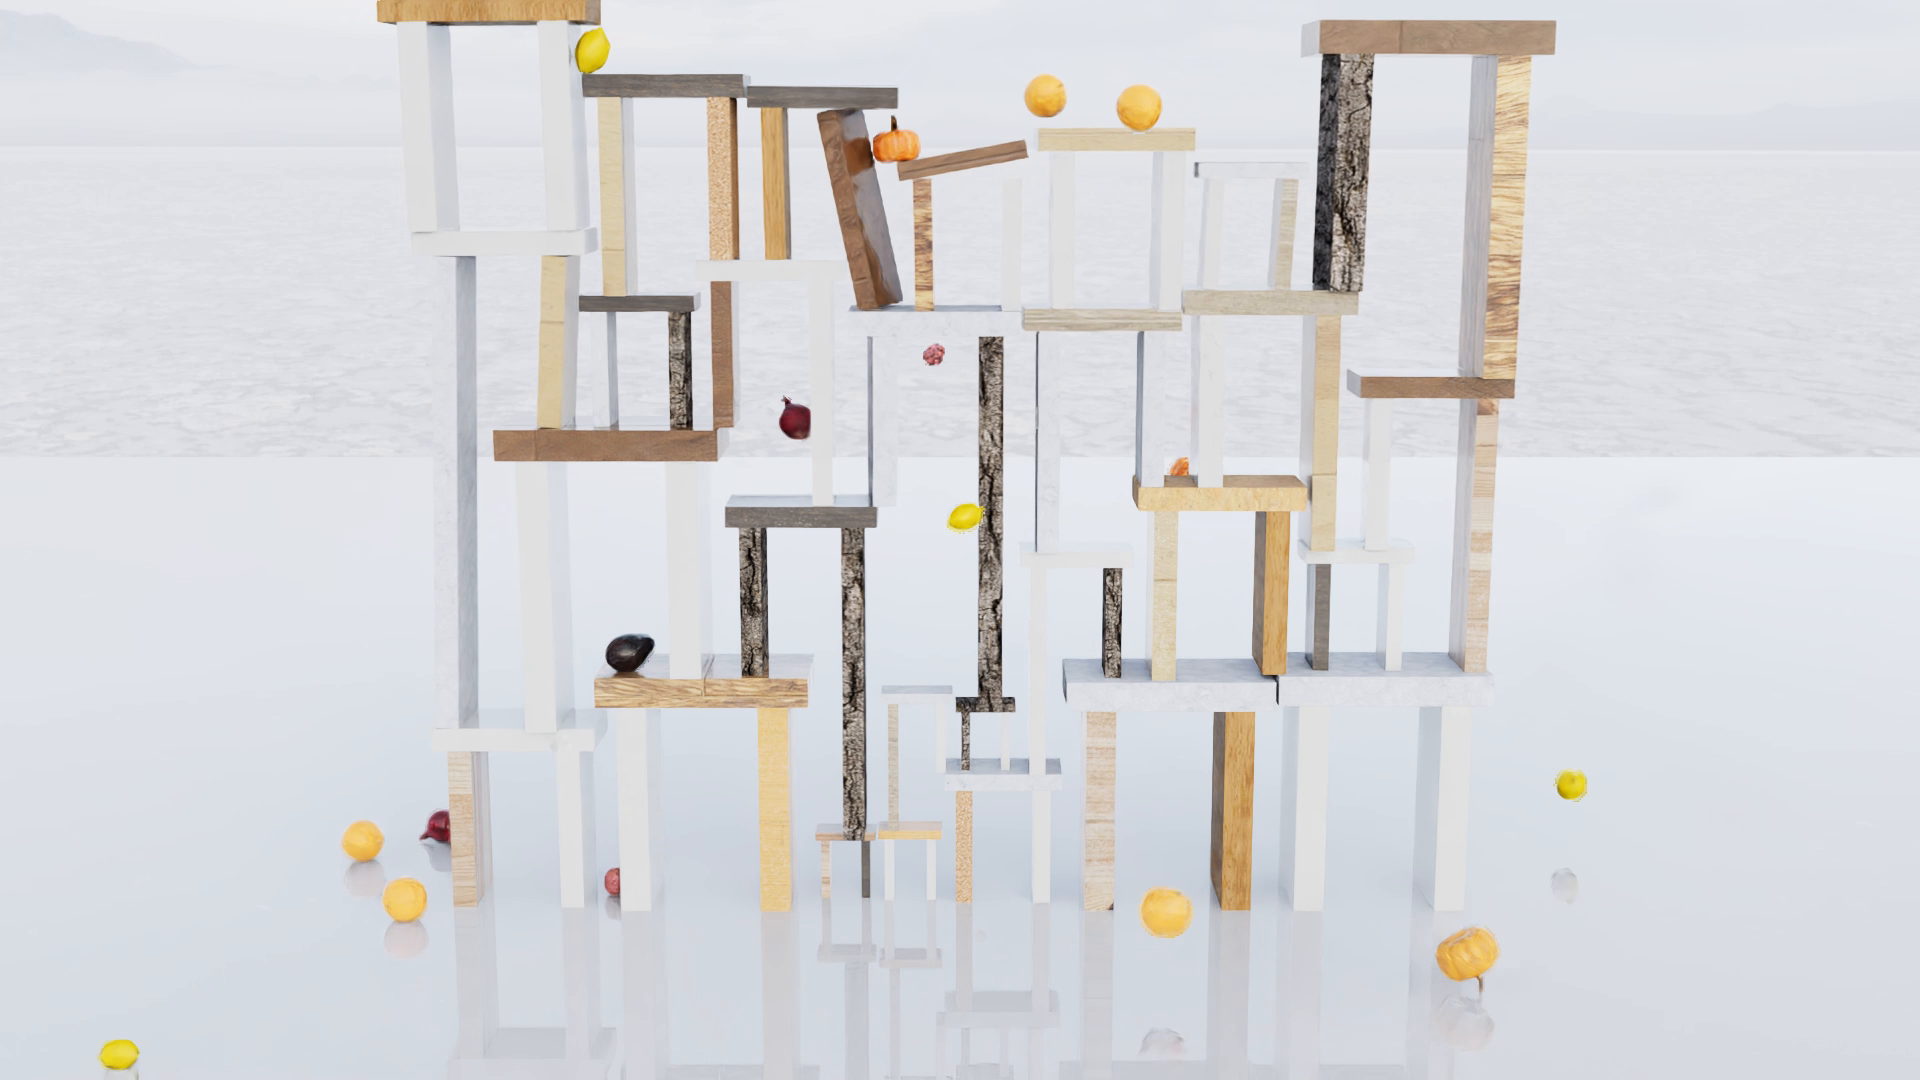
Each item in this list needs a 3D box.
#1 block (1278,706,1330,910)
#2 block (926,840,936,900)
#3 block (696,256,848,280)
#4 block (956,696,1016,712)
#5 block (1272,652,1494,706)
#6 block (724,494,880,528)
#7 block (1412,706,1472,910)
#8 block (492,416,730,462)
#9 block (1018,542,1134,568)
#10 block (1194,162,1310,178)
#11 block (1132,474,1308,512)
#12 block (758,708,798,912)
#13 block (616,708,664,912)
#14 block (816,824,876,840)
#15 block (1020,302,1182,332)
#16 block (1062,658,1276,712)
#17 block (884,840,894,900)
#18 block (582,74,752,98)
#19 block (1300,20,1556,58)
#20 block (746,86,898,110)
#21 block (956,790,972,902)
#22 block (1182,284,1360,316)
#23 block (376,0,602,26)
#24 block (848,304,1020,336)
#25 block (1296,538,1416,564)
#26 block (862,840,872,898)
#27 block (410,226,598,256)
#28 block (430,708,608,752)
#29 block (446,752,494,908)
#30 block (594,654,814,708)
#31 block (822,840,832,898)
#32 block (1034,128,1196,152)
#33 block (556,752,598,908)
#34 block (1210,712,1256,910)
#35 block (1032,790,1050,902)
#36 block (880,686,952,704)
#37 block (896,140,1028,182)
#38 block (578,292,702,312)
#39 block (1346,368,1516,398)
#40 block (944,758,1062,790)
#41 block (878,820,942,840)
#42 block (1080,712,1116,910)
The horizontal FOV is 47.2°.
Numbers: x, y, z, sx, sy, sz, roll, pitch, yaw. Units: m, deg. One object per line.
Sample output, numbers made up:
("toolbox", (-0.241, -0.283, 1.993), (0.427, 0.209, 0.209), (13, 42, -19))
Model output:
("block", (0.569, 0.420, 3.642), (0.049, 0.344, 0.172), (0, 11, 0))
("block", (-0.048, 0.539, 3.656), (0.015, 0.104, 0.052), (0, 11, 0))
("block", (-0.296, -0.430, 3.478), (0.230, 0.033, 0.115), (0, 11, 0))
("block", (0.042, 0.271, 3.615), (0.098, 0.014, 0.049), (0, 11, 0))
("block", (0.683, 0.227, 3.606), (0.344, 0.049, 0.172), (0, 11, 0))
("block", (-0.253, -0.047, 3.546), (0.241, 0.034, 0.121), (0, 10, -1))
("block", (0.798, 0.420, 3.642), (0.049, 0.344, 0.172), (0, 11, 0))
("block", (-0.555, -0.163, 3.529), (0.351, 0.050, 0.175), (0, 11, 0))
("block", (0.187, 0.023, 3.560), (0.182, 0.026, 0.091), (0, 11, 0))
("block", (0.456, -0.581, 3.455), (0.170, 0.024, 0.085), (0, 11, 0))
("block", (0.416, -0.077, 3.546), (0.266, 0.038, 0.133), (0, 11, 0))
("block", (-0.301, 0.422, 3.639), (0.048, 0.342, 0.171), (0, 11, 0))
("block", (-0.529, 0.422, 3.639), (0.048, 0.342, 0.171), (0, 11, 0))
("block", (-0.189, 0.485, 3.654), (0.099, 0.014, 0.049), (0, 10, 0))
("block", (0.223, -0.354, 3.491), (0.247, 0.035, 0.123), (0, 11, -1))
("block", (0.339, 0.237, 3.607), (0.335, 0.047, 0.167), (0, 11, 0))
("block", (-0.117, 0.539, 3.656), (0.015, 0.104, 0.052), (0, 11, 0))
("block", (-0.455, -0.707, 3.428), (0.248, 0.035, 0.124), (0, 11, 0))
("block", (0.724, -0.778, 3.420), (0.358, 0.051, 0.179), (0, 11, 0))
("block", (-0.213, -0.691, 3.435), (0.231, 0.033, 0.116), (0, 11, -1))
("block", (0.007, 0.495, 3.656), (0.027, 0.192, 0.096), (0, 11, 0))
("block", (0.485, -0.382, 3.490), (0.272, 0.039, 0.136), (0, 11, 0))
("block", (-0.727, -0.824, 3.411), (0.316, 0.045, 0.158), (0, 11, 0))
("block", (-0.040, -0.349, 3.496), (0.270, 0.038, 0.135), (0, 11, 0))
("block", (0.642, 0.017, 3.567), (0.176, 0.025, 0.088), (0, 11, 0))
("block", (-0.156, 0.541, 3.664), (0.014, 0.099, 0.049), (0, 11, 0))
("block", (-0.717, -0.472, 3.472), (0.268, 0.038, 0.134), (0, 11, 0))
("block", (-0.723, 0.311, 3.618), (0.265, 0.037, 0.132), (0, 11, 0))
("block", (-0.811, 0.460, 3.646), (0.037, 0.265, 0.132), (0, 11, 0))
("block", (-0.415, 0.230, 3.604), (0.342, 0.048, 0.171), (0, 11, 0))
("block", (-0.222, 0.541, 3.664), (0.014, 0.099, 0.050), (0, 11, 0))
("block", (0.240, -0.626, 3.439), (0.242, 0.034, 0.121), (0, 11, -1))
("block", (-0.635, 0.460, 3.646), (0.037, 0.265, 0.132), (0, 11, 0))
("block", (0.451, 0.425, 3.642), (0.047, 0.335, 0.167), (0, 11, 0))
("block", (0.135, 0.495, 3.656), (0.027, 0.192, 0.096), (0, 11, 0))
("block", (-0.070, 0.253, 3.603), (0.116, 0.016, 0.058), (0, 11, 0))
("block", (0.004, -0.597, 3.454), (0.203, 0.029, 0.102), (-10, 10, 2))
("block", (-0.507, -0.378, 3.489), (0.181, 0.026, 0.090), (0, 11, 0))
("block", (0.751, -0.251, 3.517), (0.243, 0.034, 0.122), (0, 11, 0))
("block", (0.071, 0.387, 3.636), (0.192, 0.027, 0.096), (0, 11, 0))
("block", (-0.082, 0.481, 3.645), (0.104, 0.015, 0.052), (0, 11, 0))
("block", (0.227, 0.425, 3.642), (0.047, 0.335, 0.167), (0, 11, 0))
